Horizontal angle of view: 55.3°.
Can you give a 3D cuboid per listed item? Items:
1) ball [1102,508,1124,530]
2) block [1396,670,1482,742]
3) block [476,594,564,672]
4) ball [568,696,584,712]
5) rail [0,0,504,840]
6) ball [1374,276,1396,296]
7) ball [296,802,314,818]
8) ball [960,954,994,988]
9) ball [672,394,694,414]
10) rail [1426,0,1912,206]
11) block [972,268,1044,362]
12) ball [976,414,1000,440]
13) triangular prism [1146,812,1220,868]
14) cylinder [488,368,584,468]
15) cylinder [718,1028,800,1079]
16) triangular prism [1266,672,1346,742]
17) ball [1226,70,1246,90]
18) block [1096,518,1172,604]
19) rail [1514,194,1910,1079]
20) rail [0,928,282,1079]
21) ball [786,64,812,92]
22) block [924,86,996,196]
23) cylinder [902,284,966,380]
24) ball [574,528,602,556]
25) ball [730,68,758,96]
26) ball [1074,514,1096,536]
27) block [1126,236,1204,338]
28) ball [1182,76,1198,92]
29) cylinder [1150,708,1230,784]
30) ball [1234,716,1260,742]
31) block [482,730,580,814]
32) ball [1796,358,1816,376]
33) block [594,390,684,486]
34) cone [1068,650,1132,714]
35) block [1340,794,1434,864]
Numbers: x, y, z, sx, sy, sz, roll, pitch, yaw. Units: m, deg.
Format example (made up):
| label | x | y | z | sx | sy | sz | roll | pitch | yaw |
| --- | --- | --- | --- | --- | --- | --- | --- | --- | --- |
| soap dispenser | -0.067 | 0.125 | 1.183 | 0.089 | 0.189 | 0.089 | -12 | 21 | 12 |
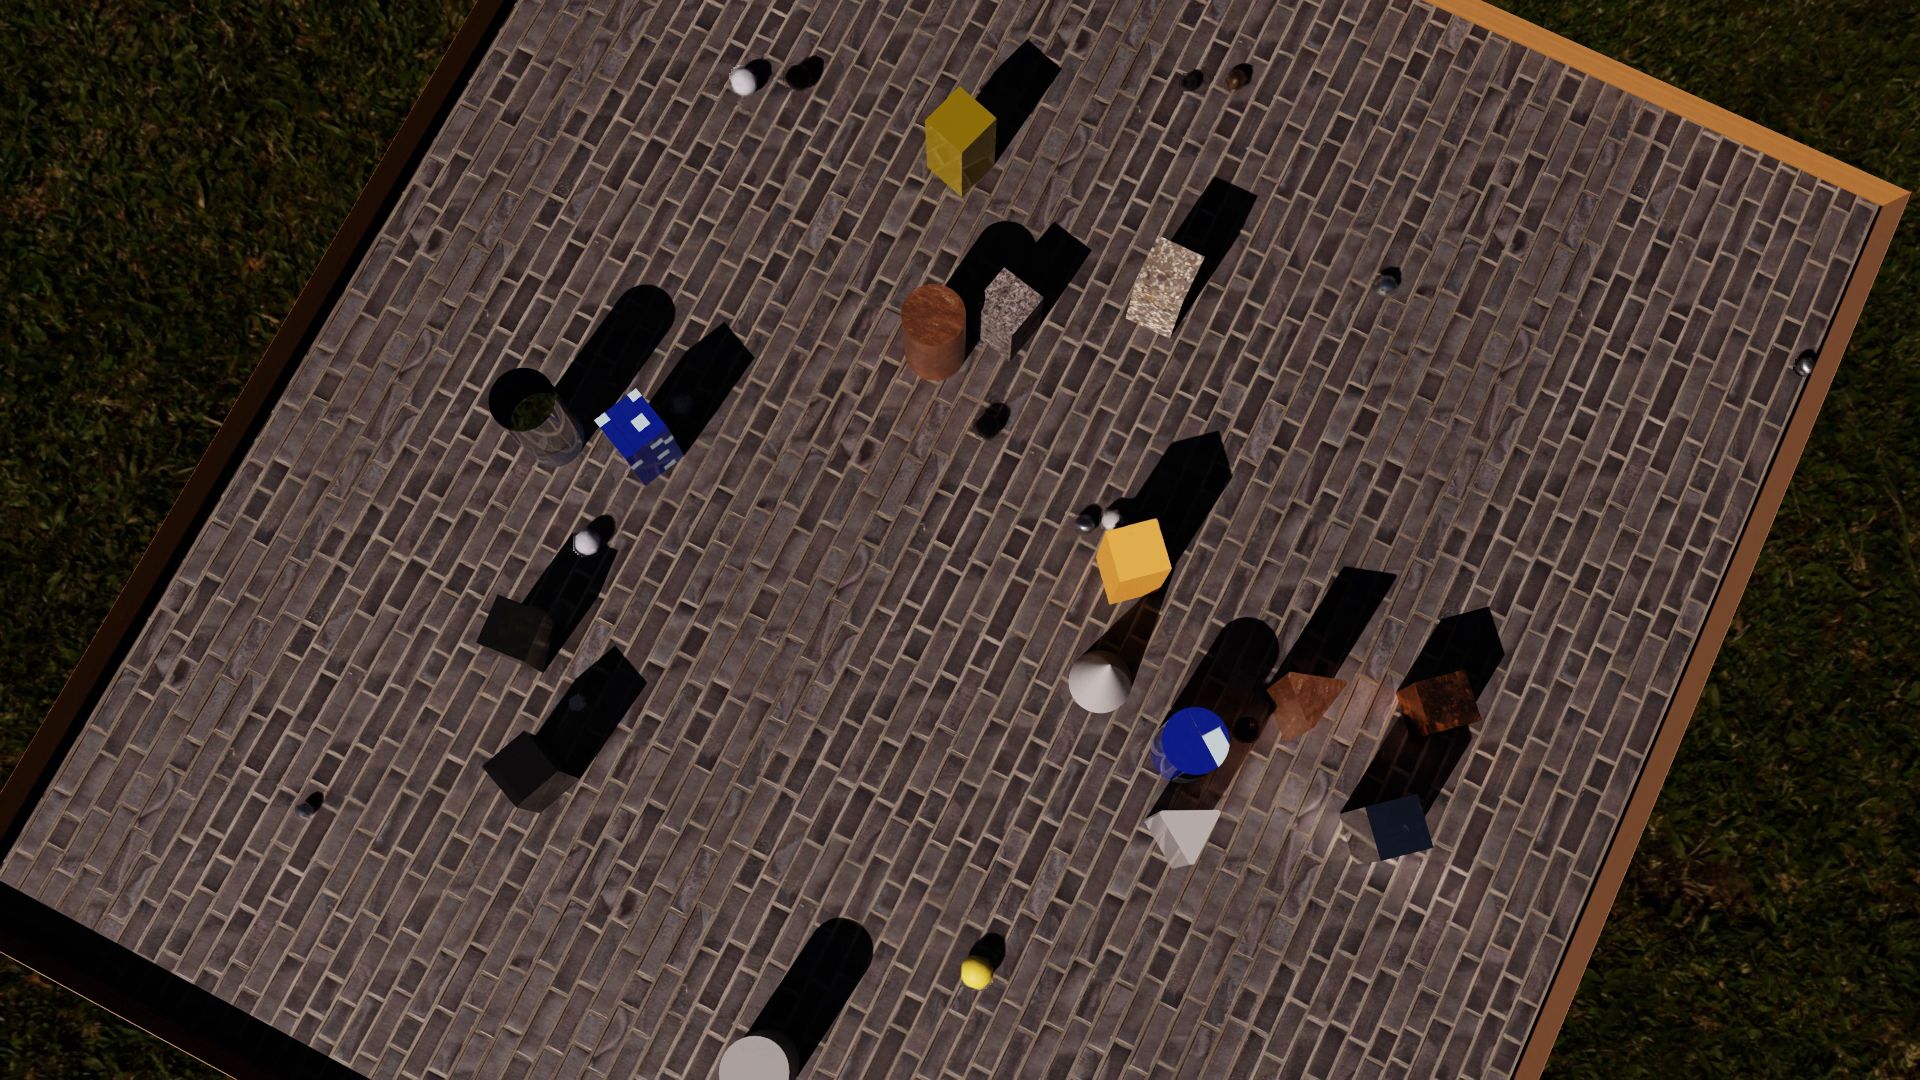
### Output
| label | x | y | z | sx | sy | sz | roll | pitch | yaw |
| --- | --- | --- | --- | --- | --- | --- | --- | --- | --- |
| ball | 0.468 | -0.060 | 5.593 | 0.070 | 0.070 | 0.070 | 0 | 78 | 0 |
| block | 1.407 | 0.489 | 5.395 | 0.153 | 0.236 | 0.153 | -15 | 79 | -3 |
| block | -1.301 | 0.280 | 5.432 | 0.153 | 0.248 | 0.153 | 21 | 79 | 4 |
| ball | -1.148 | 0.489 | 5.491 | 0.047 | 0.047 | 0.047 | 0 | 78 | 0 |
| rail | -1.912 | -0.929 | 5.744 | 0.045 | 0.124 | 4.624 | 26 | 80 | 5 |
| ball | 1.335 | -0.796 | 5.747 | 0.068 | 0.068 | 0.068 | 0 | 78 | 0 |
| ball | -1.939 | 0.801 | 5.426 | 0.049 | 0.049 | 0.049 | 0 | 78 | 0 |
| ball | 0.049 | 1.251 | 5.309 | 0.096 | 0.096 | 0.096 | 0 | 78 | 0 |
| ball | -0.856 | -0.420 | 5.670 | 0.065 | 0.065 | 0.065 | 0 | 78 | 0 |
| rail | 1.023 | -1.998 | 5.965 | 4.322 | 0.124 | 0.045 | 26 | 80 | 5 |
| block | 0.144 | -0.689 | 5.625 | 0.153 | 0.263 | 0.153 | 39 | 81 | 7 |
| ball | 0.085 | -0.349 | 5.649 | 0.077 | 0.077 | 0.077 | 0 | 78 | 0 |
| triangular prism | 0.652 | 0.823 | 5.228 | 0.144 | 0.426 | 0.166 | -30 | 80 | -6 |
| cylinder | -1.259 | -0.360 | 5.474 | 0.191 | 0.425 | 0.191 | 0 | 78 | 0 |
| cylinder | -0.559 | 1.479 | 5.140 | 0.191 | 0.333 | 0.191 | 0 | 78 | 0 |
| triangular prism | 0.975 | 0.456 | 5.319 | 0.144 | 0.397 | 0.166 | 38 | 81 | 7 |
| ball | 0.888 | -1.478 | 5.889 | 0.066 | 0.066 | 0.066 | 0 | 78 | 0 |
| block | 0.509 | 0.067 | 5.408 | 0.153 | 0.380 | 0.153 | -14 | 79 | -3 |
| rail | 1.912 | 0.943 | 5.357 | 0.045 | 0.124 | 4.624 | 26 | 80 | 5 |
| rail | -1.023 | 2.011 | 5.136 | 4.322 | 0.124 | 0.045 | 26 | 80 | 5 |
| ball | -0.517 | -1.483 | 5.880 | 0.085 | 0.085 | 0.085 | 0 | 78 | 0 |
| block | 0.002 | -1.233 | 5.694 | 0.153 | 0.348 | 0.153 | 43 | 81 | 8 |
| cylinder | -0.078 | -0.626 | 5.564 | 0.191 | 0.356 | 0.191 | 0 | 78 | 0 |
| ball | -1.131 | 0.006 | 5.574 | 0.081 | 0.081 | 0.081 | 0 | 78 | 0 |
| ball | -0.690 | -1.470 | 5.875 | 0.089 | 0.089 | 0.089 | 0 | 78 | 0 |
| ball | 0.380 | -0.045 | 5.592 | 0.065 | 0.065 | 0.065 | 0 | 78 | 0 |
| block | 0.623 | -0.768 | 5.594 | 0.153 | 0.356 | 0.153 | 26 | 79 | 5 |
| ball | 0.739 | -1.468 | 5.893 | 0.053 | 0.053 | 0.053 | 0 | 78 | 0 |
| cylinder | 0.665 | 0.599 | 5.325 | 0.191 | 0.328 | 0.191 | 0 | 78 | 0 |
| ball | 0.854 | 0.563 | 5.462 | 0.074 | 0.074 | 0.074 | 0 | 78 | 0 |
| block | -1.242 | 0.676 | 5.321 | 0.153 | 0.304 | 0.153 | -41 | 81 | -8 |
| ball | 2.631 | -0.538 | 5.698 | 0.058 | 0.058 | 0.058 | 0 | 78 | 0 |
| block | -0.960 | -0.305 | 5.510 | 0.153 | 0.333 | 0.153 | -39 | 81 | -7 |
| cone | 0.423 | 0.389 | 5.342 | 0.191 | 0.380 | 0.191 | 0 | 78 | 0 |
| block | 1.220 | 0.834 | 5.264 | 0.153 | 0.353 | 0.153 | -14 | 79 | -3 |
